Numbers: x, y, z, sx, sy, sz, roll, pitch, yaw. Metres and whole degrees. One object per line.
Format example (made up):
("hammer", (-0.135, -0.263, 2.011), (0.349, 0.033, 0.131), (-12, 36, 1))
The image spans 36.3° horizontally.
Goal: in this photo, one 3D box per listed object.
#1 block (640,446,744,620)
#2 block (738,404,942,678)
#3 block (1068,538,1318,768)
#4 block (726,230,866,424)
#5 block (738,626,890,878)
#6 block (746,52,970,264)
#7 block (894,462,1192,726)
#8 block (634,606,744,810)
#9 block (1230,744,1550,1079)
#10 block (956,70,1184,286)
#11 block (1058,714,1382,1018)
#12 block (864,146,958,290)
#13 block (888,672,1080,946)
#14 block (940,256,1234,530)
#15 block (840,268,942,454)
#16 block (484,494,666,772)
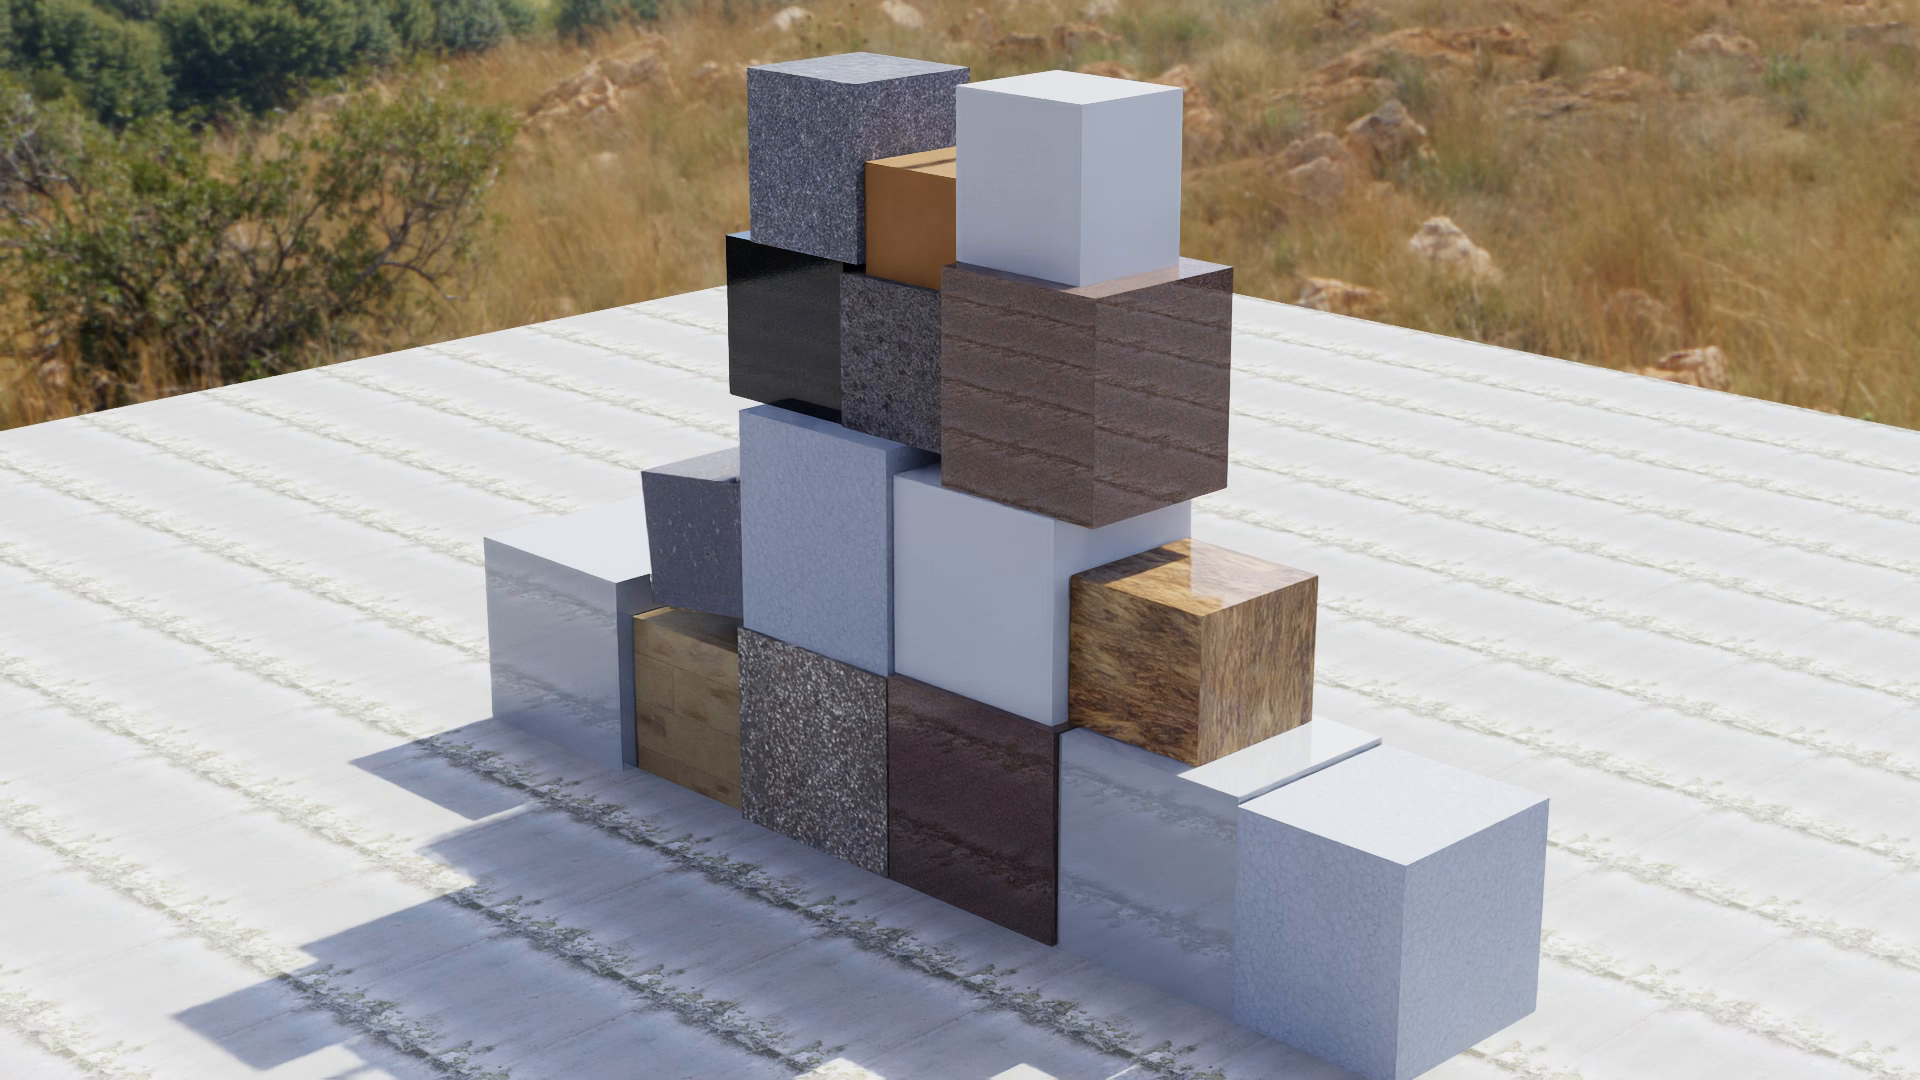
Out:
("block", (-0.979, -0.057, 14.341), (0.779, 0.665, 0.779), (-17, 17, -42))
("block", (-0.319, -0.096, 13.662), (0.999, 1.055, 0.981), (-17, 24, -42))
("block", (0.990, 0.464, 12.475), (0.757, 0.661, 0.724), (-17, 24, -42))
("block", (-0.559, -1.036, 13.628), (0.686, 0.759, 0.798), (-17, 24, -42))
("block", (-0.324, 0.871, 13.958), (1.037, 0.968, 1.010), (-17, 24, -42))
("block", (-0.457, -1.743, 13.285), (0.703, 0.796, 0.711), (-17, 24, -42))
("block", (0.361, 0.161, 12.996), (0.883, 0.920, 0.970), (-17, 24, -42))
("block", (-0.991, 0.753, 14.609), (0.914, 0.804, 0.843), (-17, 24, -42))
("block", (1.749, 1.509, 11.953), (0.963, 0.954, 0.834), (-17, 24, -42))
("block", (0.457, -1.539, 12.374), (0.619, 0.749, 0.720), (-17, 24, -42))
("block", (1.105, 1.298, 12.575), (0.946, 0.984, 0.985), (-17, 24, -42))
("block", (-0.009, -1.415, 12.894), (0.581, 0.501, 0.569), (-17, 24, -42))
("block", (0.405, 1.076, 13.269), (1.038, 0.990, 1.016), (-17, 24, -42))
("block", (0.538, -0.694, 12.558), (0.861, 0.974, 0.890), (-17, 24, -42))
("block", (-0.031, -0.848, 13.110), (0.710, 0.710, 0.706), (-17, 24, -42))
("block", (-1.671, 0.452, 15.245), (1.126, 0.997, 1.083), (-17, 24, -42))
